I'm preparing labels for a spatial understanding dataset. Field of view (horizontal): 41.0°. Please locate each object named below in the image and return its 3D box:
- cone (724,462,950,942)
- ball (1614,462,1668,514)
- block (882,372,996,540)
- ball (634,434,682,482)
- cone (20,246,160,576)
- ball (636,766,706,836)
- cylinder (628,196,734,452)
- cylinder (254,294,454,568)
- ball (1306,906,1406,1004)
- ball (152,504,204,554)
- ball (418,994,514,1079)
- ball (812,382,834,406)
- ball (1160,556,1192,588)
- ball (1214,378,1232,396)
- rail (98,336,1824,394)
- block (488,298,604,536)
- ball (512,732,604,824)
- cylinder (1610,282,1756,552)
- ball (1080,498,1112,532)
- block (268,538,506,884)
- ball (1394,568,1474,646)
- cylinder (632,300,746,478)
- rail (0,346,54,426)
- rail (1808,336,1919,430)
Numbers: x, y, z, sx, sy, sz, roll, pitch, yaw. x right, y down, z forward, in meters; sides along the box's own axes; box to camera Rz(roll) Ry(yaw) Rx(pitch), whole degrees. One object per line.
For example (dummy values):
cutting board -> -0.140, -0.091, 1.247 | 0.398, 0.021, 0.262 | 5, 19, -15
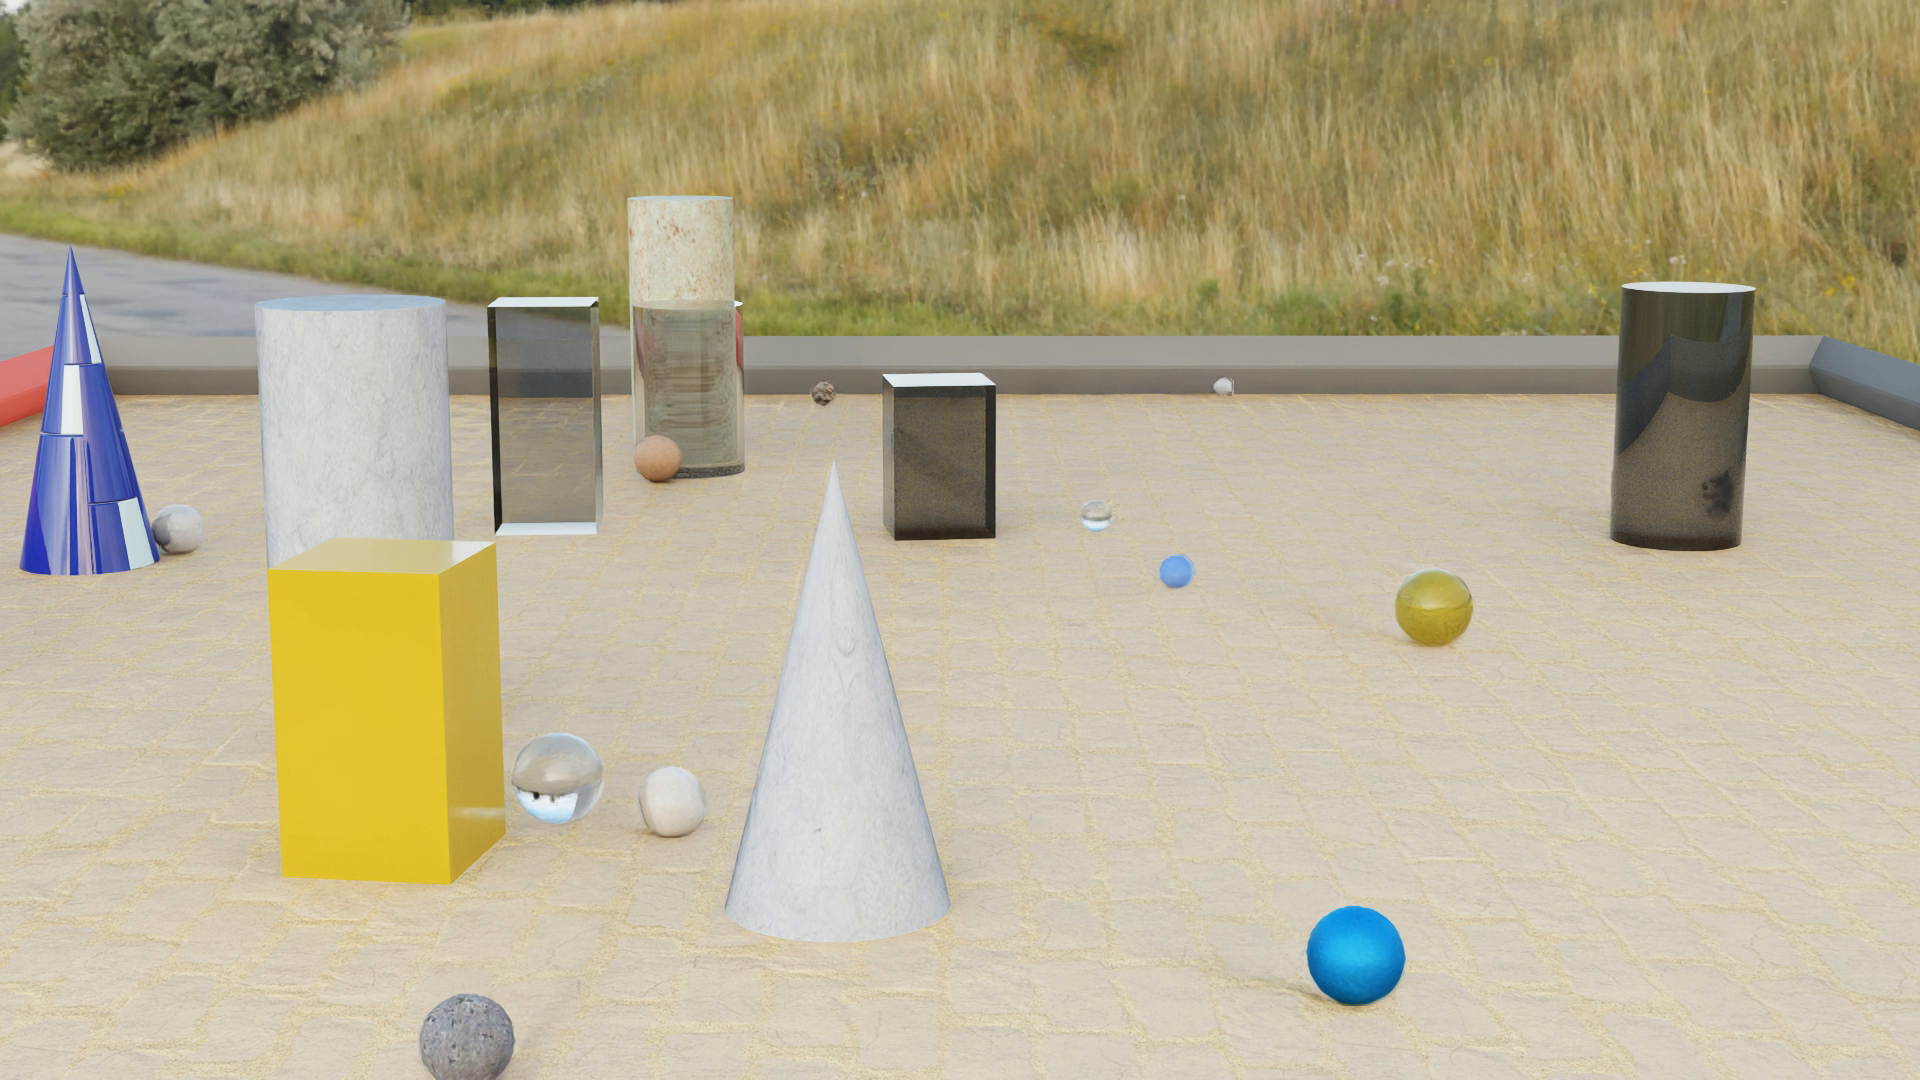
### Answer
cone -> -0.107, 0.126, 2.221 | 0.198, 0.396, 0.198 | 0, 10, 0
ball -> 1.118, -0.085, 4.215 | 0.085, 0.085, 0.085 | 0, 10, 0
block -> -0.034, -0.133, 4.046 | 0.159, 0.241, 0.159 | -1, 11, -8
ball -> -0.533, -0.144, 4.536 | 0.084, 0.084, 0.084 | 0, 10, 0
cone -> -1.291, -0.199, 3.765 | 0.198, 0.473, 0.198 | 0, 10, 0
ball -> -0.276, 0.250, 2.454 | 0.067, 0.067, 0.067 | 0, 10, 0
cylinder -> -0.526, -0.406, 4.865 | 0.198, 0.480, 0.198 | 0, 10, 0
cylinder -> -0.647, -0.017, 2.769 | 0.198, 0.478, 0.198 | 0, 10, 0
ball -> 0.311, 0.326, 2.015 | 0.077, 0.077, 0.077 | 0, 10, 0
ball -> -1.182, -0.017, 3.874 | 0.075, 0.075, 0.075 | 0, 10, 0
ball -> -0.355, 0.361, 1.849 | 0.068, 0.068, 0.068 | 0, 10, 0
ball -> -0.296, -0.318, 5.568 | 0.050, 0.050, 0.050 | 0, 10, 0
ball -> 0.304, 0.045, 3.615 | 0.047, 0.047, 0.047 | 0, 10, 0
ball -> 0.587, -0.341, 5.717 | 0.041, 0.041, 0.041 | 0, 10, 0
rail -> -0.013, -0.388, 5.723 | 3.898, 0.129, 0.045 | 0, 10, 0
block -> -0.657, -0.199, 4.080 | 0.159, 0.359, 0.159 | -1, 11, -3
ball -> -0.391, 0.231, 2.495 | 0.089, 0.089, 0.089 | 0, 10, 0
cylinder -> 1.113, -0.194, 3.956 | 0.198, 0.392, 0.198 | 0, 10, 0
ball -> 0.215, -0.039, 4.056 | 0.052, 0.052, 0.052 | 0, 10, 0
block -> -0.526, 0.154, 2.373 | 0.159, 0.285, 0.159 | 1, 11, 8
ball -> 0.602, 0.085, 3.258 | 0.099, 0.099, 0.099 | 0, 10, 0
cylinder -> -0.491, -0.276, 4.649 | 0.198, 0.302, 0.198 | 0, 10, 0
rail -> -1.926, 0.035, 3.438 | 0.045, 0.129, 4.674 | 0, 10, 0
rail -> 1.926, 0.031, 3.460 | 0.045, 0.129, 4.674 | 0, 10, 0
